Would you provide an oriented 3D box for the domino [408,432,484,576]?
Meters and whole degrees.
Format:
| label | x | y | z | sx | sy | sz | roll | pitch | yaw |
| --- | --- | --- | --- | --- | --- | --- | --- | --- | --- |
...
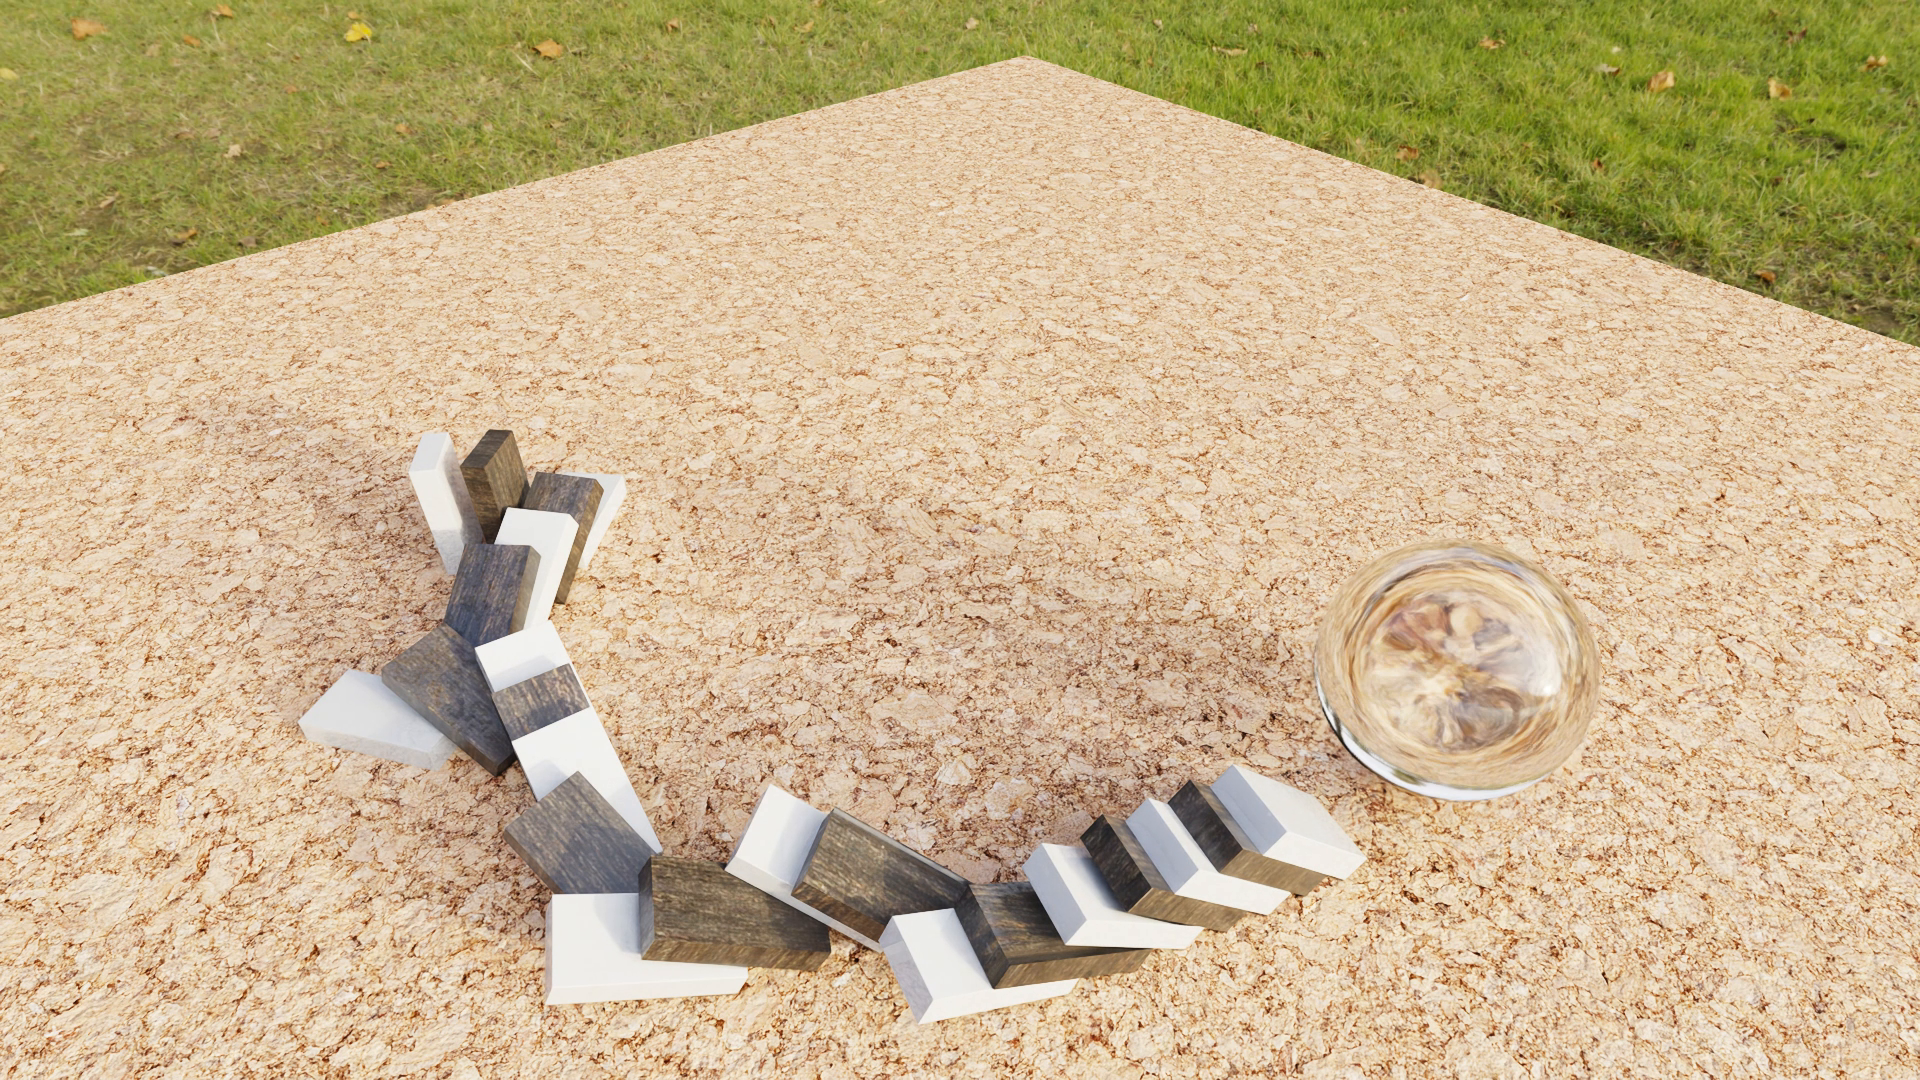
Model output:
| label | x | y | z | sx | sy | sz | roll | pitch | yaw |
| --- | --- | --- | --- | --- | --- | --- | --- | --- | --- |
| domino | -0.199 | -0.014 | 0.428 | 0.009 | 0.050 | 0.025 | -6 | 40 | -7 |

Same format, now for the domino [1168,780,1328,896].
| label | x | y | z | sx | sy | sz | roll | pitch | yaw |
| --- | --- | --- | --- | --- | --- | --- | --- | --- | --- |
| domino | 0.083 | 0.086 | 0.314 | 0.050 | 0.009 | 0.025 | 27 | 19 | -42 |

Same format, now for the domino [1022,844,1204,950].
| label | x | y | z | sx | sy | sz | roll | pitch | yaw |
| --- | --- | --- | --- | --- | --- | --- | --- | --- | --- |
| domino | 0.043 | 0.098 | 0.302 | 0.050 | 0.010 | 0.025 | 19 | 24 | -39 |

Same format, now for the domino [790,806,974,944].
| label | x | y | z | sx | sy | sz | roll | pitch | yaw |
| --- | --- | --- | --- | --- | --- | --- | --- | --- | --- |
| domino | -0.019 | 0.098 | 0.306 | 0.050 | 0.010 | 0.025 | 31 | 41 | -7 |

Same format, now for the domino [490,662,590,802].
| label | x | y | z | sx | sy | sz | roll | pitch | yaw |
| --- | --- | --- | --- | --- | --- | --- | --- | --- | --- |
| domino | -0.125 | 0.066 | 0.345 | 0.025 | 0.010 | 0.050 | -23 | 71 | -28 |

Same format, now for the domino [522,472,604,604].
| label | x | y | z | sx | sy | sz | roll | pitch | yaw |
| --- | --- | --- | --- | --- | --- | --- | --- | --- | --- |
| domino | -0.160 | -0.001 | 0.429 | 0.025 | 0.010 | 0.050 | 7 | 65 | 7 |

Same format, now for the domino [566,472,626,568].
| label | x | y | z | sx | sy | sz | roll | pitch | yaw |
| --- | --- | --- | --- | --- | --- | --- | --- | --- | --- |
| domino | -0.159 | -0.009 | 0.454 | 0.025 | 0.009 | 0.050 | 3 | 39 | 4 |

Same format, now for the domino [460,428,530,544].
| label | x | y | z | sx | sy | sz | roll | pitch | yaw |
| --- | --- | --- | --- | --- | --- | --- | --- | --- | --- |
| domino | -0.178 | -0.015 | 0.430 | 0.009 | 0.050 | 0.025 | 4 | 39 | 5 |

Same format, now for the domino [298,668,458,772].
| label | x | y | z | sx | sy | sz | roll | pitch | yaw |
| --- | --- | --- | --- | --- | --- | --- | --- | --- | --- |
| domino | -0.191 | 0.060 | 0.370 | 0.050 | 0.010 | 0.025 | 10 | 40 | 12 |

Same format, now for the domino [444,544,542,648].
| label | x | y | z | sx | sy | sz | roll | pitch | yaw |
| --- | --- | --- | --- | --- | --- | --- | --- | --- | --- |
| domino | -0.170 | 0.026 | 0.395 | 0.025 | 0.010 | 0.050 | 1 | 64 | 5 |

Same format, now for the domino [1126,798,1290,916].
| label | x | y | z | sx | sy | sz | roll | pitch | yaw |
| --- | --- | --- | --- | --- | --- | --- | --- | --- | --- |
| domino | 0.070 | 0.089 | 0.309 | 0.050 | 0.009 | 0.025 | 27 | 19 | -42 |

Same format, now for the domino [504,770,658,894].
| label | x | y | z | sx | sy | sz | roll | pitch | yaw |
| --- | --- | --- | --- | --- | --- | --- | --- | --- | --- |
| domino | -0.102 | 0.093 | 0.313 | 0.050 | 0.009 | 0.025 | 44 | 51 | 6 |

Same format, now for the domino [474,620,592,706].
| label | x | y | z | sx | sy | sz | roll | pitch | yaw |
| --- | --- | --- | --- | --- | --- | --- | --- | --- | --- |
| domino | -0.136 | 0.054 | 0.360 | 0.025 | 0.010 | 0.050 | -22 | 71 | -30 |

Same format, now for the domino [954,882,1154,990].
| label | x | y | z | sx | sy | sz | roll | pitch | yaw |
| --- | --- | --- | --- | --- | --- | --- | --- | --- | --- |
| domino | 0.026 | 0.105 | 0.298 | 0.050 | 0.010 | 0.025 | 9 | 31 | -35 |

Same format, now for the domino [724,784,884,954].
| label | x | y | z | sx | sy | sz | roll | pitch | yaw |
| --- | --- | --- | --- | --- | --- | --- | --- | --- | --- |
| domino | -0.038 | 0.093 | 0.312 | 0.050 | 0.009 | 0.025 | 31 | 40 | -8 |

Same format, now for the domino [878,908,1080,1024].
| label | x | y | z | sx | sy | sz | roll | pitch | yaw |
| --- | --- | --- | --- | --- | --- | --- | --- | --- | --- |
| domino | 0.006 | 0.110 | 0.292 | 0.050 | 0.009 | 0.025 | 7 | 32 | -36 |

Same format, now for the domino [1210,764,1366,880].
| label | x | y | z | sx | sy | sz | roll | pitch | yaw |
| --- | --- | --- | --- | --- | --- | --- | --- | --- | --- |
| domino | 0.096 | 0.082 | 0.318 | 0.050 | 0.009 | 0.025 | 27 | 19 | -42 |

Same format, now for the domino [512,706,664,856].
| label | x | y | z | sx | sy | sz | roll | pitch | yaw |
| --- | --- | --- | --- | --- | --- | --- | --- | --- | --- |
| domino | -0.112 | 0.078 | 0.331 | 0.025 | 0.010 | 0.050 | -24 | 72 | -27 |

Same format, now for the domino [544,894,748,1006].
| label | x | y | z | sx | sy | sz | roll | pitch | yaw |
| --- | --- | --- | --- | --- | --- | --- | --- | --- | --- |
| domino | -0.084 | 0.108 | 0.294 | 0.050 | 0.009 | 0.025 | 8 | 41 | -27 |

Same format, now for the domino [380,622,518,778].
| label | x | y | z | sx | sy | sz | roll | pitch | yaw |
| --- | --- | --- | --- | --- | --- | --- | --- | --- | --- |
| domino | -0.162 | 0.052 | 0.364 | 0.050 | 0.009 | 0.025 | 38 | 48 | 5 |

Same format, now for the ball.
| label | x | y | z | sx | sy | sz | roll | pitch | yaw |
| --- | --- | --- | --- | --- | --- | --- | --- | --- | --- |
| ball | 0.151 | 0.040 | 0.339 | 0.080 | 0.080 | 0.080 | 0 | 39 | 0 |

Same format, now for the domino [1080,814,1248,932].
| label | x | y | z | sx | sy | sz | roll | pitch | yaw |
| --- | --- | --- | --- | --- | --- | --- | --- | --- | --- |
| domino | 0.057 | 0.093 | 0.305 | 0.050 | 0.010 | 0.025 | 27 | 19 | -42 |

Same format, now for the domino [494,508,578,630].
| label | x | y | z | sx | sy | sz | roll | pitch | yaw |
| --- | --- | --- | --- | --- | --- | --- | --- | --- | --- |
| domino | -0.163 | 0.013 | 0.411 | 0.025 | 0.010 | 0.050 | 6 | 65 | 7 |

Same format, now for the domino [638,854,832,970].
| label | x | y | z | sx | sy | sz | roll | pitch | yaw |
| --- | --- | --- | --- | --- | --- | --- | --- | --- | --- |
| domino | -0.061 | 0.102 | 0.299 | 0.050 | 0.009 | 0.025 | 17 | 33 | -30 |
